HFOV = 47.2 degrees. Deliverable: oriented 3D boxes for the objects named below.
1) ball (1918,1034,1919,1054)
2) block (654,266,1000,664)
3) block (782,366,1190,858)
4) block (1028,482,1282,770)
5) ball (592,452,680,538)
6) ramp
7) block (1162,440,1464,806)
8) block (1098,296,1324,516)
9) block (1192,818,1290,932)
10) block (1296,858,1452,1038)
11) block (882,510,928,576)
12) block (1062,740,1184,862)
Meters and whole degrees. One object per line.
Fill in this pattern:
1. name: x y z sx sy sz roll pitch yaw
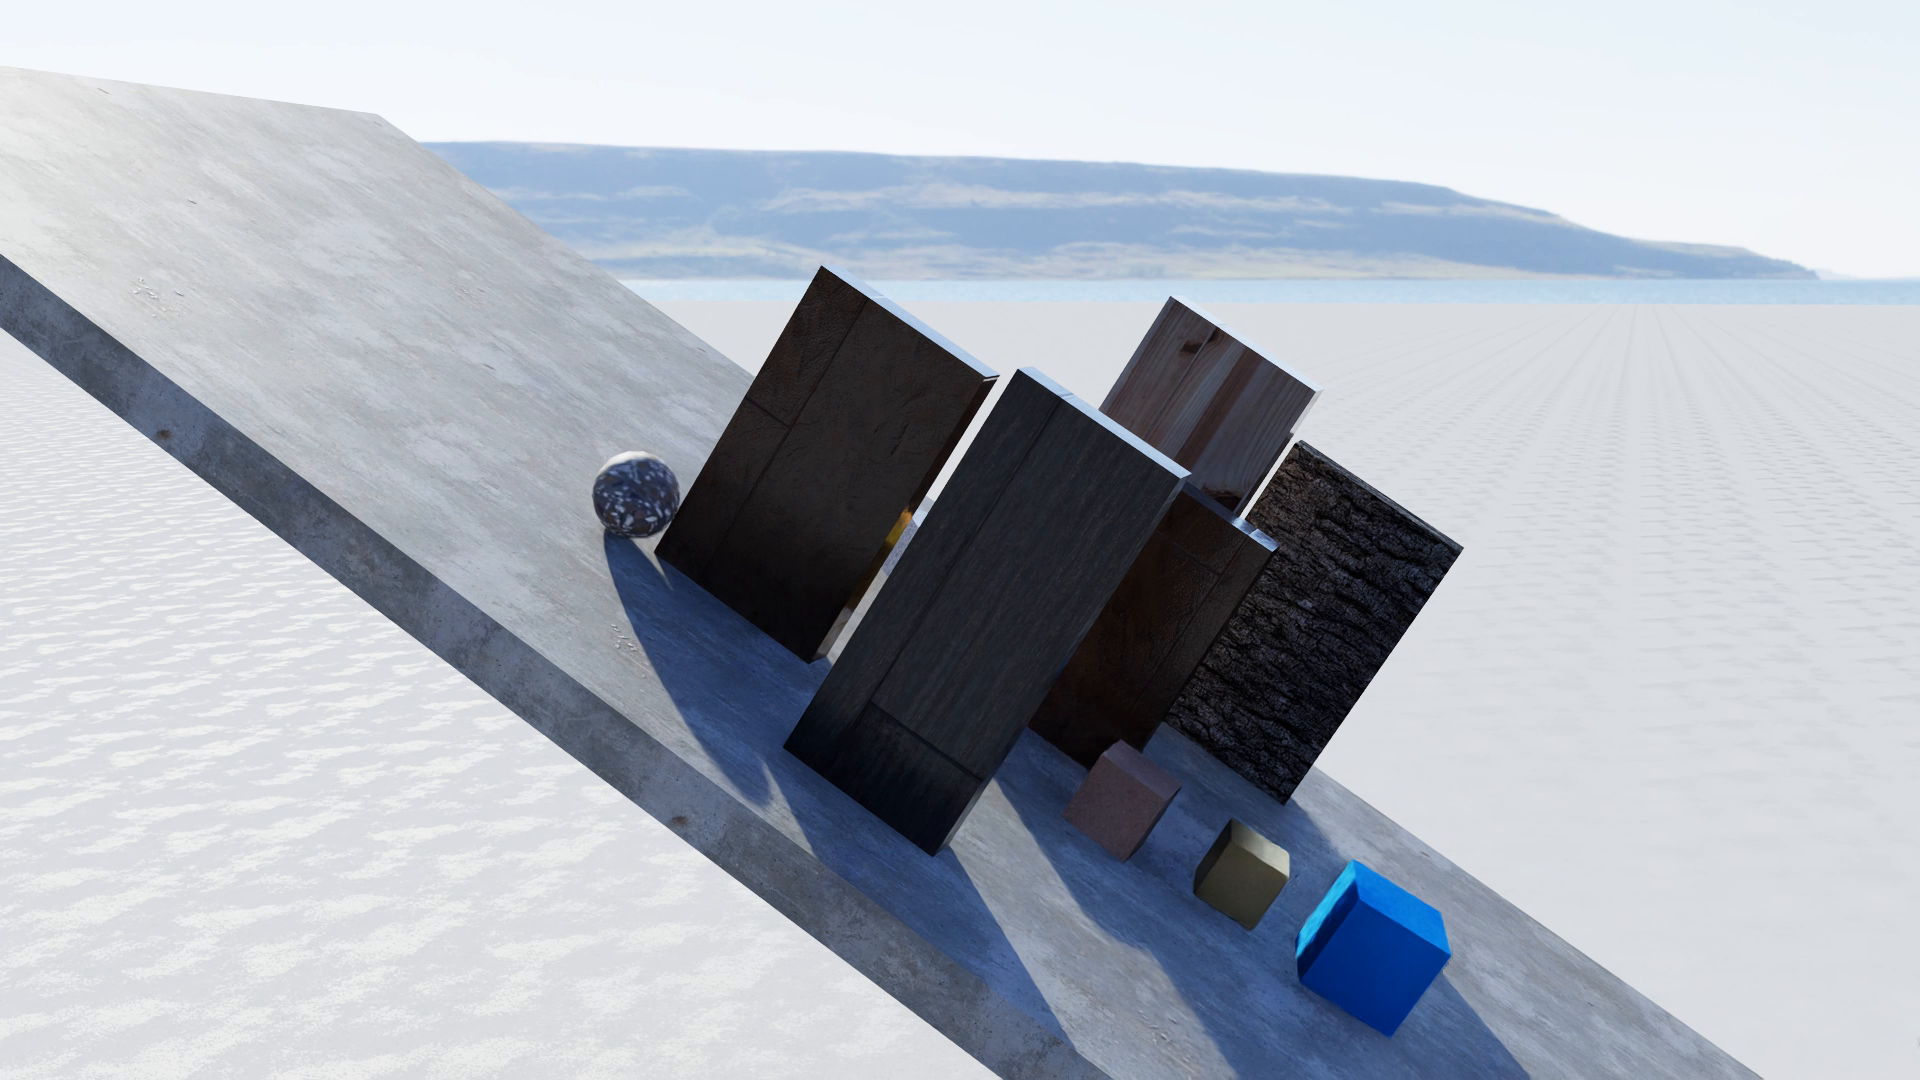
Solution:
1. ball: 2.288 1.167 5.069 0.148 0.148 0.148 0 7 0
2. block: -0.231 -0.128 3.739 0.338 0.584 0.087 35 15 10
3. block: 0.033 0.110 3.297 0.287 0.694 0.082 35 15 10
4. block: 0.293 0.135 4.053 0.347 0.531 0.104 35 15 10
5. ball: -0.556 -0.078 3.776 0.150 0.150 0.150 0 7 0
6. ramp: -0.139 0.232 4.106 4.000 0.100 2.000 35 15 10
7. block: 0.684 0.170 4.517 0.394 0.636 0.094 35 15 10
8. block: 0.347 -0.056 4.280 0.330 0.781 0.115 35 15 10
9. block: 0.490 0.581 3.827 0.119 0.119 0.119 32 15 0
10. block: 0.704 0.697 3.764 0.181 0.181 0.181 32 15 -2
11. block: -0.082 0.021 4.462 0.122 0.122 0.122 24 17 -29
12. block: 0.281 0.449 3.799 0.134 0.134 0.134 35 15 12
